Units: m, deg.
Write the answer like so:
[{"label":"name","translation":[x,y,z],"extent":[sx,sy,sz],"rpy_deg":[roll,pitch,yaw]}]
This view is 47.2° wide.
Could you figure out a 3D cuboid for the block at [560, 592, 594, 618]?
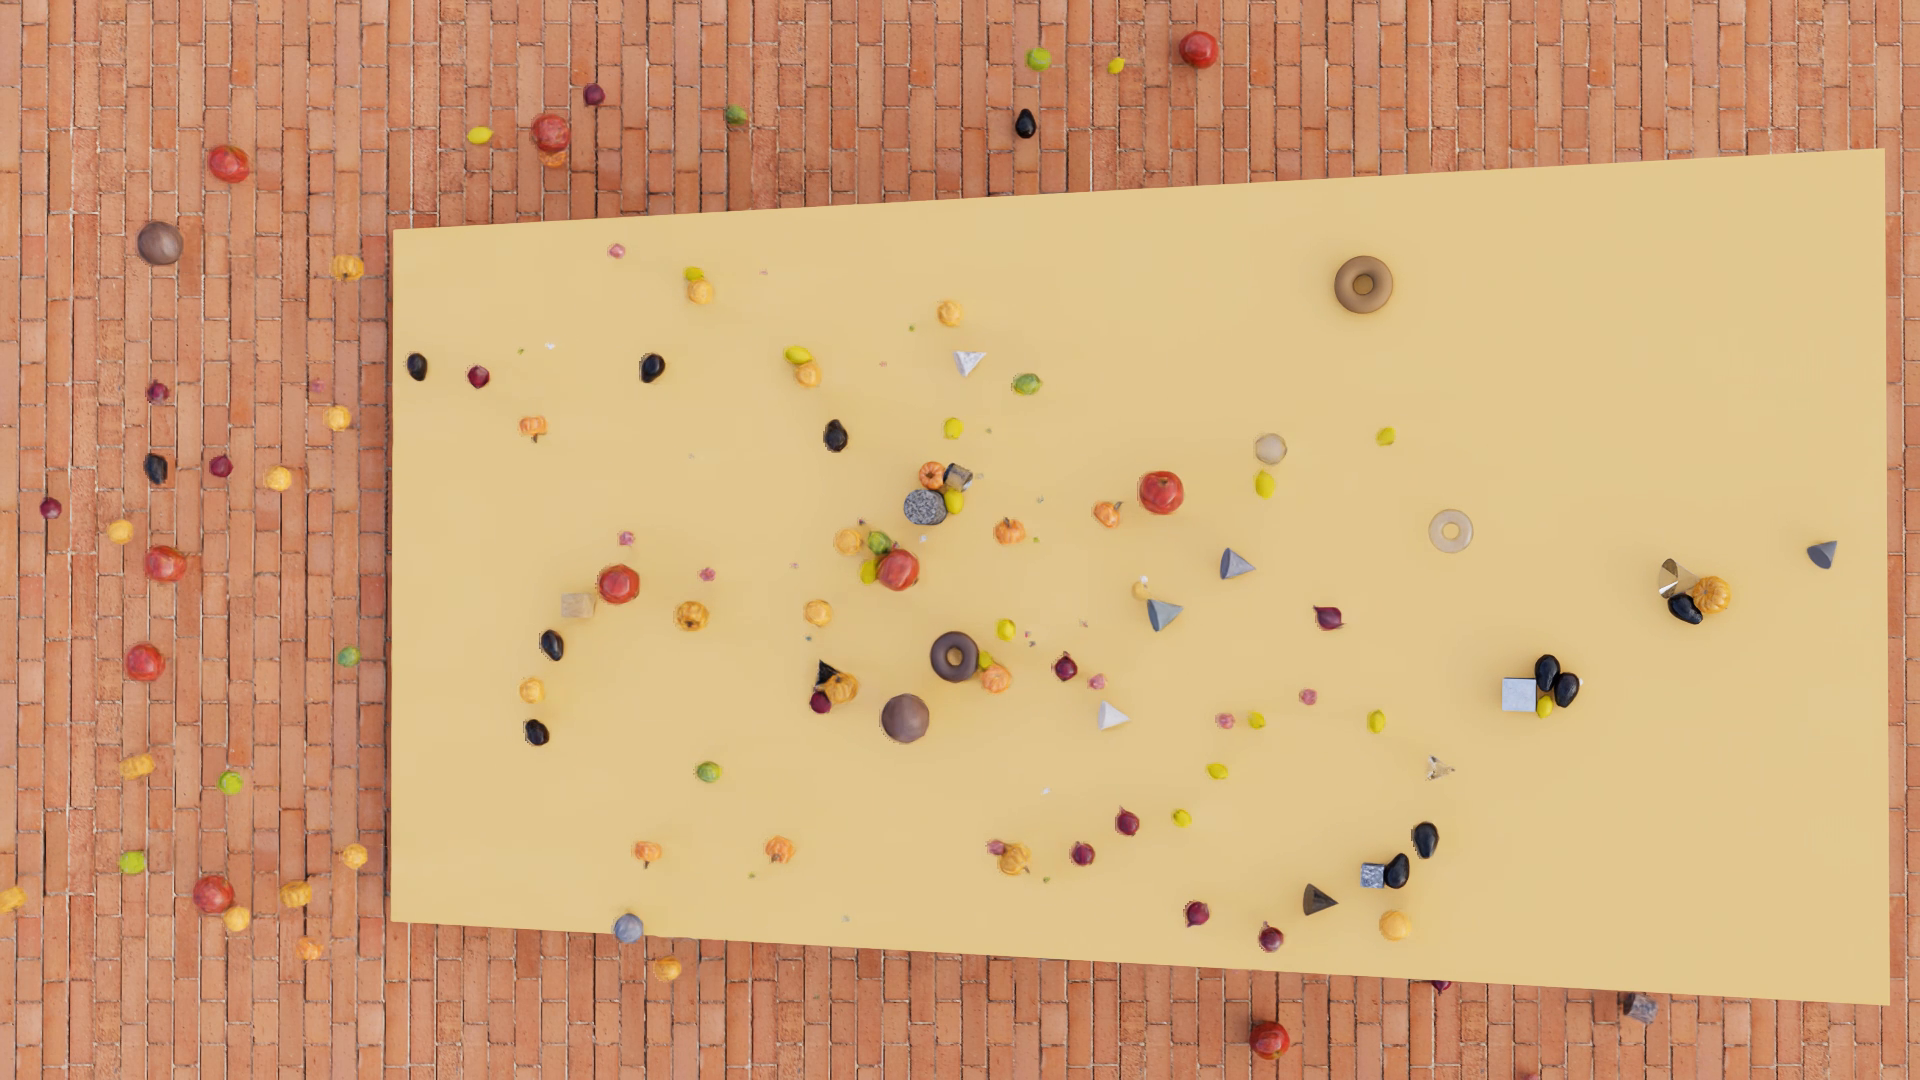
[{"label":"block","translation":[-1.067,0.182,6.137],"extent":[0.068,0.068,0.068],"rpy_deg":[1,89,19]}]

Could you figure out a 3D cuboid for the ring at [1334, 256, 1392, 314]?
[{"label":"ring","translation":[1.007,-0.637,5.489],"extent":[0.146,0.049,0.146],"rpy_deg":[-1,88,18]}]

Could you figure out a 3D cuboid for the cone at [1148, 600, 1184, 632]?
[{"label":"cone","translation":[0.536,0.183,5.635],"extent":[0.087,0.087,0.087],"rpy_deg":[-14,89,-10]}]

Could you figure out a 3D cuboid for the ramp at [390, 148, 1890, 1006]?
[{"label":"ramp","translation":[0.276,0.093,5.793],"extent":[4.000,0.100,2.000],"rpy_deg":[0,89,18]}]

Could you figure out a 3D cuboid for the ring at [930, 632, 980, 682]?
[{"label":"ring","translation":[-0.014,0.309,5.808],"extent":[0.137,0.046,0.137],"rpy_deg":[0,90,19]}]

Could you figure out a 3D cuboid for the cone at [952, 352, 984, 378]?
[{"label":"cone","translation":[0.034,-0.479,5.809],"extent":[0.078,0.078,0.078],"rpy_deg":[-31,89,-22]}]

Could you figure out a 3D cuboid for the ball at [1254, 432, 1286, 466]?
[{"label":"ball","translation":[0.782,-0.229,5.539],"extent":[0.081,0.081,0.081],"rpy_deg":[0,89,0]}]

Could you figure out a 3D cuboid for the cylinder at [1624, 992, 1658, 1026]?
[{"label":"cylinder","translation":[1.982,1.364,6.402],"extent":[0.073,0.073,0.073],"rpy_deg":[25,89,7]}]

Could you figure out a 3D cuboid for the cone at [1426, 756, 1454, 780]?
[{"label":"cone","translation":[1.192,0.565,5.423],"extent":[0.062,0.062,0.062],"rpy_deg":[6,89,-9]}]

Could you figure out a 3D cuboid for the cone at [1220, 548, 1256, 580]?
[{"label":"cone","translation":[0.713,0.067,5.580],"extent":[0.083,0.083,0.083],"rpy_deg":[10,89,-9]}]

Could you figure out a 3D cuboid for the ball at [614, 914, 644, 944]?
[{"label":"ball","translation":[-0.913,1.073,6.069],"extent":[0.081,0.081,0.081],"rpy_deg":[0,89,0]}]

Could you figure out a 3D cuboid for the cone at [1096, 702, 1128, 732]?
[{"label":"cone","translation":[0.404,0.458,5.676],"extent":[0.078,0.078,0.078],"rpy_deg":[3,89,-18]}]

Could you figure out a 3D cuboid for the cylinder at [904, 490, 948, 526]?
[{"label":"cylinder","translation":[-0.089,-0.086,5.812],"extent":[0.094,0.094,0.094],"rpy_deg":[0,89,18]}]

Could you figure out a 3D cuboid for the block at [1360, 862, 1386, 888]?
[{"label":"block","translation":[1.026,0.833,5.459],"extent":[0.054,0.054,0.054],"rpy_deg":[3,90,18]}]

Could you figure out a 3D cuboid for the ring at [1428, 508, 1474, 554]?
[{"label":"ring","translation":[1.210,-0.022,5.421],"extent":[0.111,0.037,0.111],"rpy_deg":[0,90,19]}]

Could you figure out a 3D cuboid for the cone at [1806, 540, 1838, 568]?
[{"label":"cone","translation":[2.036,0.021,5.156],"extent":[0.067,0.067,0.067],"rpy_deg":[-39,89,-14]}]

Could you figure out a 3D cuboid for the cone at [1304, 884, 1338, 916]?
[{"label":"cone","translation":[0.911,0.905,5.505],"extent":[0.081,0.081,0.081],"rpy_deg":[8,89,-9]}]

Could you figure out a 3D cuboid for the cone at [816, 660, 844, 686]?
[{"label":"cone","translation":[-0.347,0.361,5.922],"extent":[0.071,0.071,0.071],"rpy_deg":[7,89,-9]}]

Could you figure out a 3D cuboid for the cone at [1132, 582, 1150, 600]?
[{"label":"cone","translation":[0.458,0.131,5.655],"extent":[0.050,0.050,0.050],"rpy_deg":[0,89,18]}]

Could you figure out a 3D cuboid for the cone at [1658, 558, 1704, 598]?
[{"label":"cone","translation":[1.734,0.097,5.246],"extent":[0.097,0.097,0.097],"rpy_deg":[6,89,-9]}]

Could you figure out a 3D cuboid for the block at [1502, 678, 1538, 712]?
[{"label":"block","translation":[1.360,0.375,5.345],"extent":[0.077,0.077,0.077],"rpy_deg":[1,90,18]}]

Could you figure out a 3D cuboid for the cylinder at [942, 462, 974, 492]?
[{"label":"cylinder","translation":[-0.006,-0.165,5.804],"extent":[0.060,0.060,0.060],"rpy_deg":[27,89,16]}]
